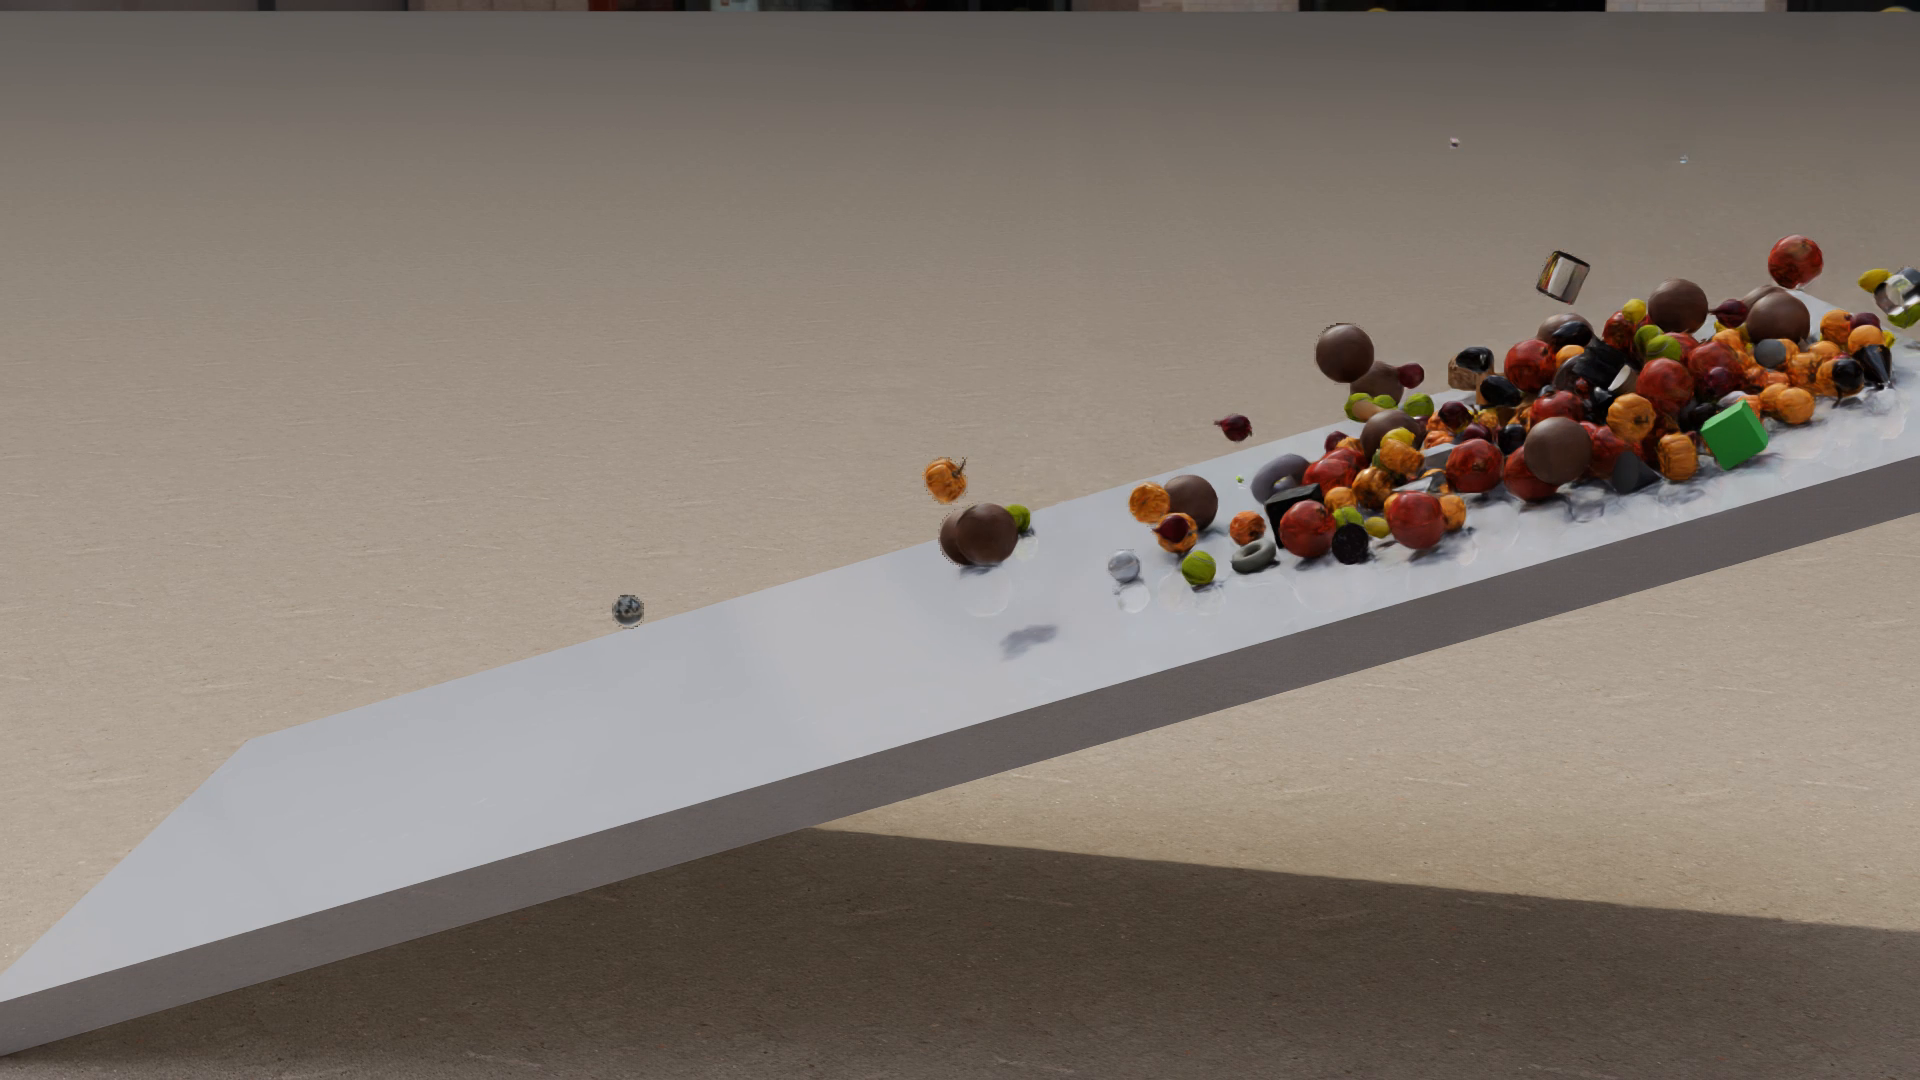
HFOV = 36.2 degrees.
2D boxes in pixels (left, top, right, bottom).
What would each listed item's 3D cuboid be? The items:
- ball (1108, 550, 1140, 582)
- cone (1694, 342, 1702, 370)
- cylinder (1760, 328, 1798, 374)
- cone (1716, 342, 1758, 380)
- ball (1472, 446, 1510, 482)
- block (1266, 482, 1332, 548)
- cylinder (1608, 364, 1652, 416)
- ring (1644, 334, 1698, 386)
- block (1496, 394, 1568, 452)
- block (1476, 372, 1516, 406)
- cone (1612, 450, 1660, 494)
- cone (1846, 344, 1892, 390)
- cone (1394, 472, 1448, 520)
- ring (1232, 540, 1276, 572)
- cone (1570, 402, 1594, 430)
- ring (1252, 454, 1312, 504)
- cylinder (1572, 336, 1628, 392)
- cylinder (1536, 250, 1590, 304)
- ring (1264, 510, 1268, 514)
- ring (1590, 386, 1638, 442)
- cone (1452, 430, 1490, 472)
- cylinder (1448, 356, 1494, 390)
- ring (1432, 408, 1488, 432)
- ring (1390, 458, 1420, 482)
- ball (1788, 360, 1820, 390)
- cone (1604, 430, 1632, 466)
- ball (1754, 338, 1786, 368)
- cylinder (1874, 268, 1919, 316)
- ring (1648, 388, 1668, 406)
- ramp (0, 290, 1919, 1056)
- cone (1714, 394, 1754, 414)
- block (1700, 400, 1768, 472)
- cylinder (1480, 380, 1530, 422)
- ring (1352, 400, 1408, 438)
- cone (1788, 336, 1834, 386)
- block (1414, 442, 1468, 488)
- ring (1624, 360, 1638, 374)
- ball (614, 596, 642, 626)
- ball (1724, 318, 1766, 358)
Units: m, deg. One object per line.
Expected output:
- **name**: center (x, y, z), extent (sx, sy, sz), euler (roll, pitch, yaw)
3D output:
- **ball**: center (0.343, 0.054, 6.131), extent (0.067, 0.067, 0.067), euler (0, 11, 0)
- **cone**: center (1.626, -0.419, 6.508), extent (0.060, 0.060, 0.060), euler (18, 42, -17)
- **cylinder**: center (1.745, -0.402, 6.249), extent (0.075, 0.075, 0.075), euler (-17, 10, 3)
- **cone**: center (1.657, -0.368, 6.324), extent (0.082, 0.082, 0.082), euler (-42, -6, 23)
- **ball**: center (1.084, -0.155, 6.007), extent (0.076, 0.076, 0.076), euler (0, 11, 0)
- **block**: center (0.694, -0.050, 6.029), extent (0.097, 0.097, 0.097), euler (-13, 11, 20)
- **cylinder**: center (1.350, -0.305, 5.969), extent (0.074, 0.074, 0.074), euler (42, -7, -24)
- **ring**: center (1.519, -0.385, 6.289), extent (0.121, 0.121, 0.040), euler (9, -20, 39)
- **block**: center (1.216, -0.251, 6.251), extent (0.096, 0.096, 0.096), euler (-20, 10, -18)
- **block**: center (1.182, -0.333, 6.494), extent (0.068, 0.068, 0.068), euler (-2, 0, 27)
- **cone**: center (1.297, -0.122, 5.582), extent (0.083, 0.083, 0.083), euler (8, 7, -22)
- **cone**: center (1.811, -0.320, 5.786), extent (0.095, 0.095, 0.095), euler (-3, 35, -13)
- **cone**: center (0.886, -0.092, 5.737), extent (0.097, 0.097, 0.097), euler (9, 14, 32)
- **ring**: center (0.590, 0.032, 5.905), extent (0.097, 0.032, 0.097), euler (-24, 19, 9)
- **cone**: center (1.257, -0.256, 5.979), extent (0.053, 0.053, 0.053), euler (-21, 3, 1)
- **ring**: center (0.700, -0.131, 6.402), extent (0.141, 0.141, 0.047), euler (-6, 49, -27)
- **cylinder**: center (1.257, -0.346, 5.779), extent (0.080, 0.080, 0.080), euler (30, 10, -6)
- **cylinder**: center (1.242, -0.541, 6.057), extent (0.085, 0.085, 0.085), euler (20, 17, -6)
- **ring**: center (0.711, -0.081, 6.305), extent (0.122, 0.041, 0.122), euler (-19, 4, 1)
- **ring**: center (1.308, -0.252, 5.884), extent (0.044, 0.131, 0.131), euler (-36, 6, 10)
- **cone**: center (1.093, -0.179, 6.221), extent (0.092, 0.092, 0.092), euler (6, -7, 28)
- **cylinder**: center (1.216, -0.397, 7.001), extent (0.082, 0.082, 0.082), euler (5, 12, 36)
- **ring**: center (1.139, -0.274, 6.703), extent (0.128, 0.043, 0.128), euler (-6, 11, 1)
- **ring**: center (0.970, -0.154, 6.313), extent (0.097, 0.032, 0.097), euler (-20, 10, 4)
- **ball**: center (1.716, -0.336, 5.980), extent (0.060, 0.060, 0.060), euler (0, 11, 0)
- **cone**: center (1.304, -0.188, 5.832), extent (0.067, 0.067, 0.067), euler (-14, 12, 3)
- **ball**: center (1.629, -0.376, 5.913), extent (0.062, 0.062, 0.062), euler (0, 11, 0)
- **cylinder**: center (1.960, -0.517, 6.127), extent (0.076, 0.076, 0.076), euler (-31, 25, -25)
- **ring**: center (1.500, -0.310, 6.250), extent (0.093, 0.031, 0.093), euler (-17, -1, 0)
- **ramp**: center (0.093, 0.186, 6.317), extent (4.000, 0.100, 2.000), euler (-16, 10, 5)
- **cone**: center (1.509, -0.262, 5.797), extent (0.078, 0.078, 0.078), euler (22, -5, -38)
- **block**: center (1.454, -0.197, 5.521), extent (0.087, 0.087, 0.087), euler (-32, 3, 24)
- **cylinder**: center (1.226, -0.314, 6.616), extent (0.083, 0.083, 0.083), euler (-17, 19, -42)
- **ring**: center (0.924, -0.265, 6.459), extent (0.134, 0.045, 0.134), euler (27, 5, -2)
- **cone**: center (1.743, -0.377, 6.061), extent (0.094, 0.094, 0.094), euler (-17, 10, 3)
- **block**: center (1.000, -0.151, 6.124), extent (0.077, 0.077, 0.077), euler (-18, 10, -4)
- **ring**: center (1.420, -0.349, 6.388), extent (0.109, 0.109, 0.036), euler (10, -28, 41)
- **ball**: center (-0.790, 0.171, 7.001), extent (0.070, 0.070, 0.070), euler (0, 11, 0)
- **ball**: center (1.725, -0.443, 6.460), extent (0.091, 0.091, 0.091), euler (0, 11, 0)
